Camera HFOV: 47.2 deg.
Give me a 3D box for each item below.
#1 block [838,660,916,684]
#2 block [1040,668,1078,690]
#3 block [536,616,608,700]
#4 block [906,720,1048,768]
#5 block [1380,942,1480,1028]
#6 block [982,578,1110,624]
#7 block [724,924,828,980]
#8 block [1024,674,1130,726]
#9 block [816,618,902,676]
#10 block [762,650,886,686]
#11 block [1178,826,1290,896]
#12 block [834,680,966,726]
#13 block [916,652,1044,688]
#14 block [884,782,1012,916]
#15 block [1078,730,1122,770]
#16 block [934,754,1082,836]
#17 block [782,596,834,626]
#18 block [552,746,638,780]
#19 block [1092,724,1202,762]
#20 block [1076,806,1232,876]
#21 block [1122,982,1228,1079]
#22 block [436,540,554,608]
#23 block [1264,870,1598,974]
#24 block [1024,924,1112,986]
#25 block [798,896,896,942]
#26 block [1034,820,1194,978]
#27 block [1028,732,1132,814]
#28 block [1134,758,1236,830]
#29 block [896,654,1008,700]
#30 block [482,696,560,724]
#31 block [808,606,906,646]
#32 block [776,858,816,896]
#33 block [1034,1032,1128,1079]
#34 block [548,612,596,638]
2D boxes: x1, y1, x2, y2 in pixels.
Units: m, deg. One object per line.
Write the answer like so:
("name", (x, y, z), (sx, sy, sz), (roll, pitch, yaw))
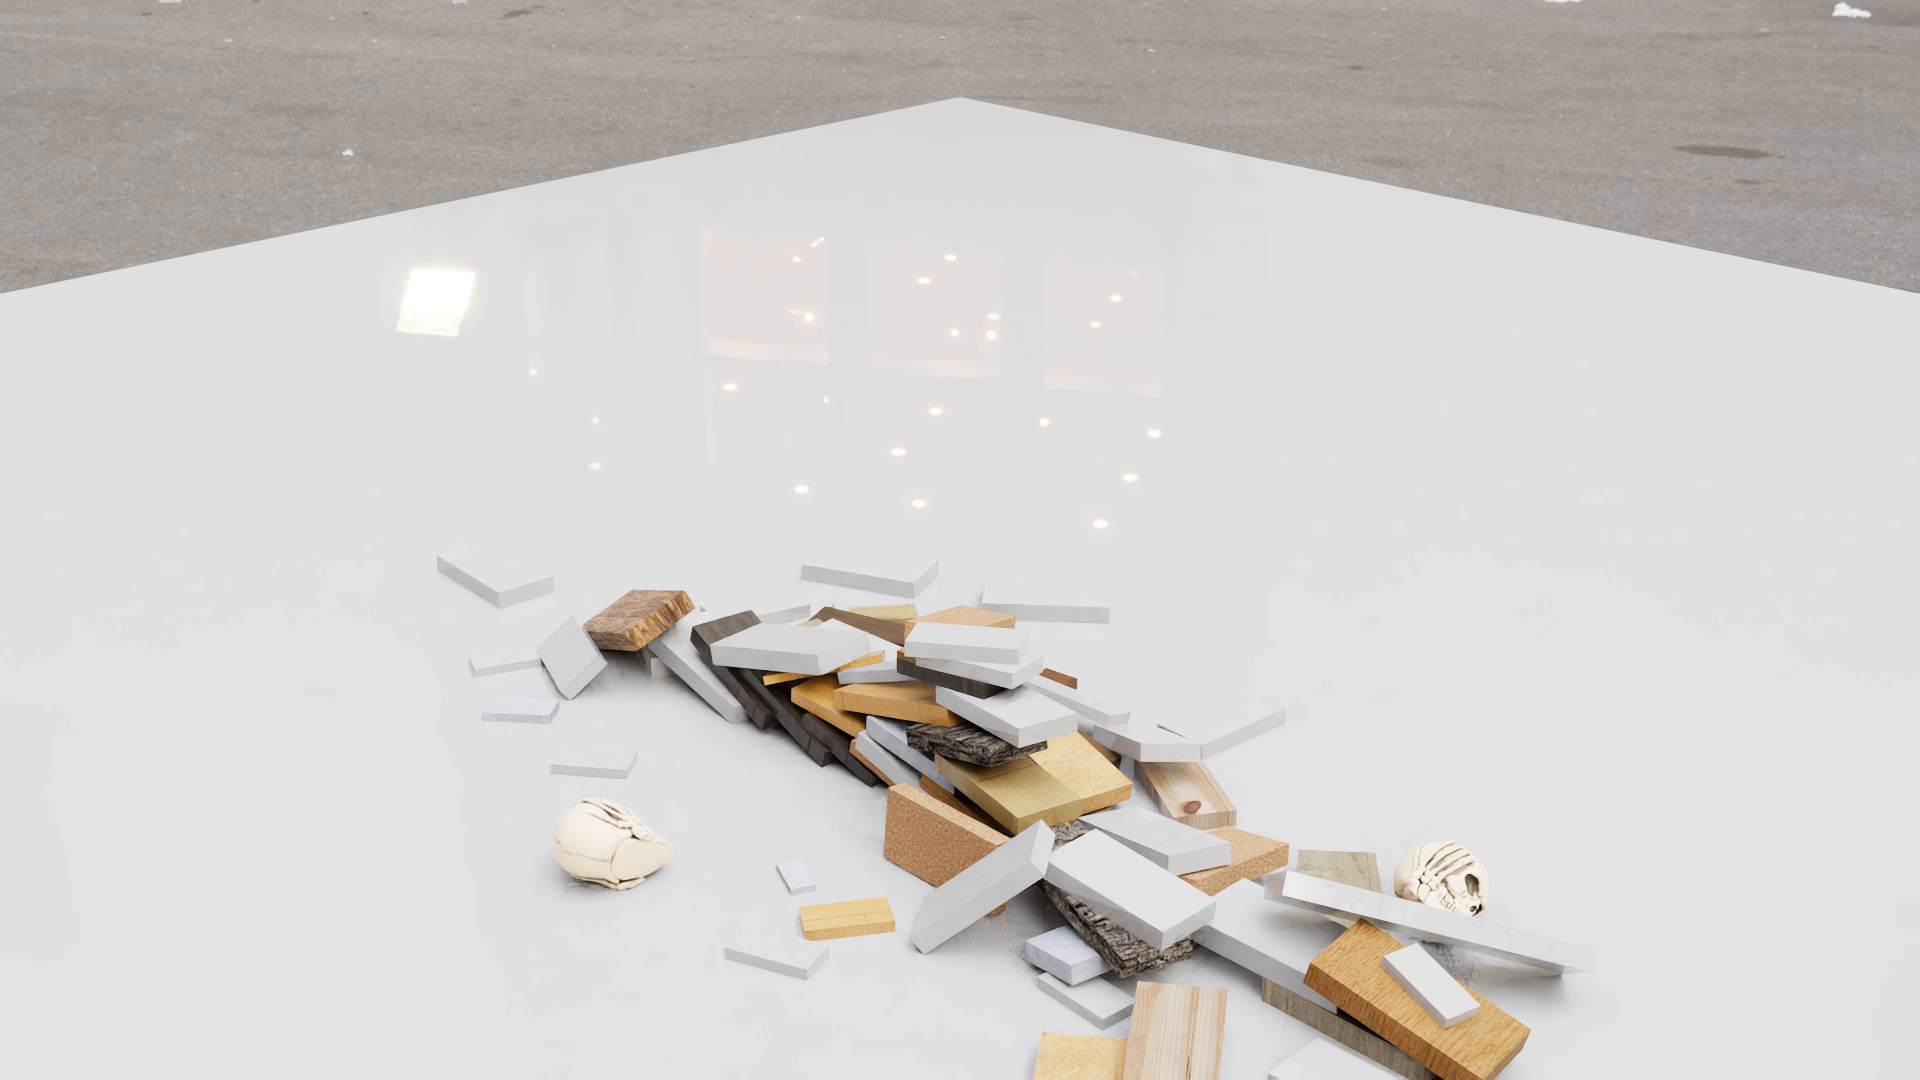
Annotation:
("block", (-0.126, 0.271, 4.577), (0.285, 0.026, 0.090), (-7, 7, 45))
("block", (0.175, 0.340, 4.927), (0.089, 0.025, 0.177), (17, 29, 35))
("block", (-0.885, 0.266, 5.008), (0.116, 0.033, 0.232), (-44, 32, -2))
("block", (0.030, 0.386, 4.280), (0.138, 0.039, 0.276), (-14, 12, -34))
("block", (0.787, 0.746, 3.683), (0.079, 0.022, 0.158), (-12, 40, -33))
("block", (0.212, 0.146, 5.360), (0.307, 0.043, 0.153), (2, 23, 4))
("block", (-0.331, 0.745, 3.975), (0.167, 0.024, 0.084), (10, 25, 23))
("block", (0.202, 0.331, 4.791), (0.347, 0.025, 0.089), (21, 12, 31))
("block", (-0.222, 0.271, 4.887), (0.321, 0.046, 0.161), (20, 32, 36))
("block", (-0.289, 0.272, 4.699), (0.258, 0.018, 0.063), (-11, 5, 5))
("block", (0.472, 0.607, 4.134), (0.148, 0.042, 0.297), (11, 15, 41))
("block", (-0.091, 0.326, 4.489), (0.138, 0.039, 0.362), (-16, 13, -40))
("block", (0.038, 0.237, 4.307), (0.225, 0.032, 0.113), (12, 21, 32))
("block", (-0.027, 0.586, 4.184), (0.042, 0.149, 0.297), (-13, 26, -42))
("block", (0.114, 0.398, 4.656), (0.452, 0.046, 0.161), (30, 36, 31))
("block", (0.090, 0.469, 4.231), (0.145, 0.041, 0.290), (-13, 28, -30))
("block", (-0.431, 0.211, 5.211), (0.146, 0.041, 0.292), (11, 25, 24))
("block", (-0.769, 0.468, 4.628), (0.161, 0.023, 0.081), (3, 23, 8))
("block", (0.387, 0.423, 4.588), (0.132, 0.037, 0.265), (2, 3, -18))
("block", (0.361, 0.564, 4.128), (0.144, 0.041, 0.288), (-6, 11, -32))
("block", (0.355, 0.840, 3.627), (0.153, 0.043, 0.307), (4, 23, 9))
("block", (-1.165, 0.084, 5.508), (0.153, 0.043, 0.307), (-19, 29, -37))
("block", (0.819, 0.671, 3.855), (0.555, 0.043, 0.153), (14, -12, -2))
("block", (0.268, 0.718, 3.956), (0.273, 0.039, 0.136), (-14, 18, -32))
("block", (-0.210, 0.703, 4.075), (0.167, 0.024, 0.084), (-5, 23, -11))
("block", (0.251, 0.644, 3.976), (0.145, 0.041, 0.399), (-10, 30, -26))
("block", (0.207, 0.451, 4.504), (0.144, 0.041, 0.288), (-13, 37, -33))
("block", (0.459, 0.512, 4.506), (0.132, 0.037, 0.265), (-5, 24, -12))
("block", (-0.004, 0.258, 4.345), (0.225, 0.032, 0.113), (14, 23, 38))
("block", (-0.968, 0.375, 4.848), (0.152, 0.022, 0.076), (2, 23, 5))
("block", (-0.217, 0.218, 5.162), (0.267, 0.033, 0.116), (13, 21, 15))
("block", (-0.314, 0.646, 4.219), (0.050, 0.014, 0.101), (-8, 24, -19))
("block", (0.263, 0.881, 3.636), (0.273, 0.039, 0.136), (3, 23, 8))
("block", (-0.895, 0.217, 5.222), (0.076, 0.022, 0.152), (16, 28, 33))
